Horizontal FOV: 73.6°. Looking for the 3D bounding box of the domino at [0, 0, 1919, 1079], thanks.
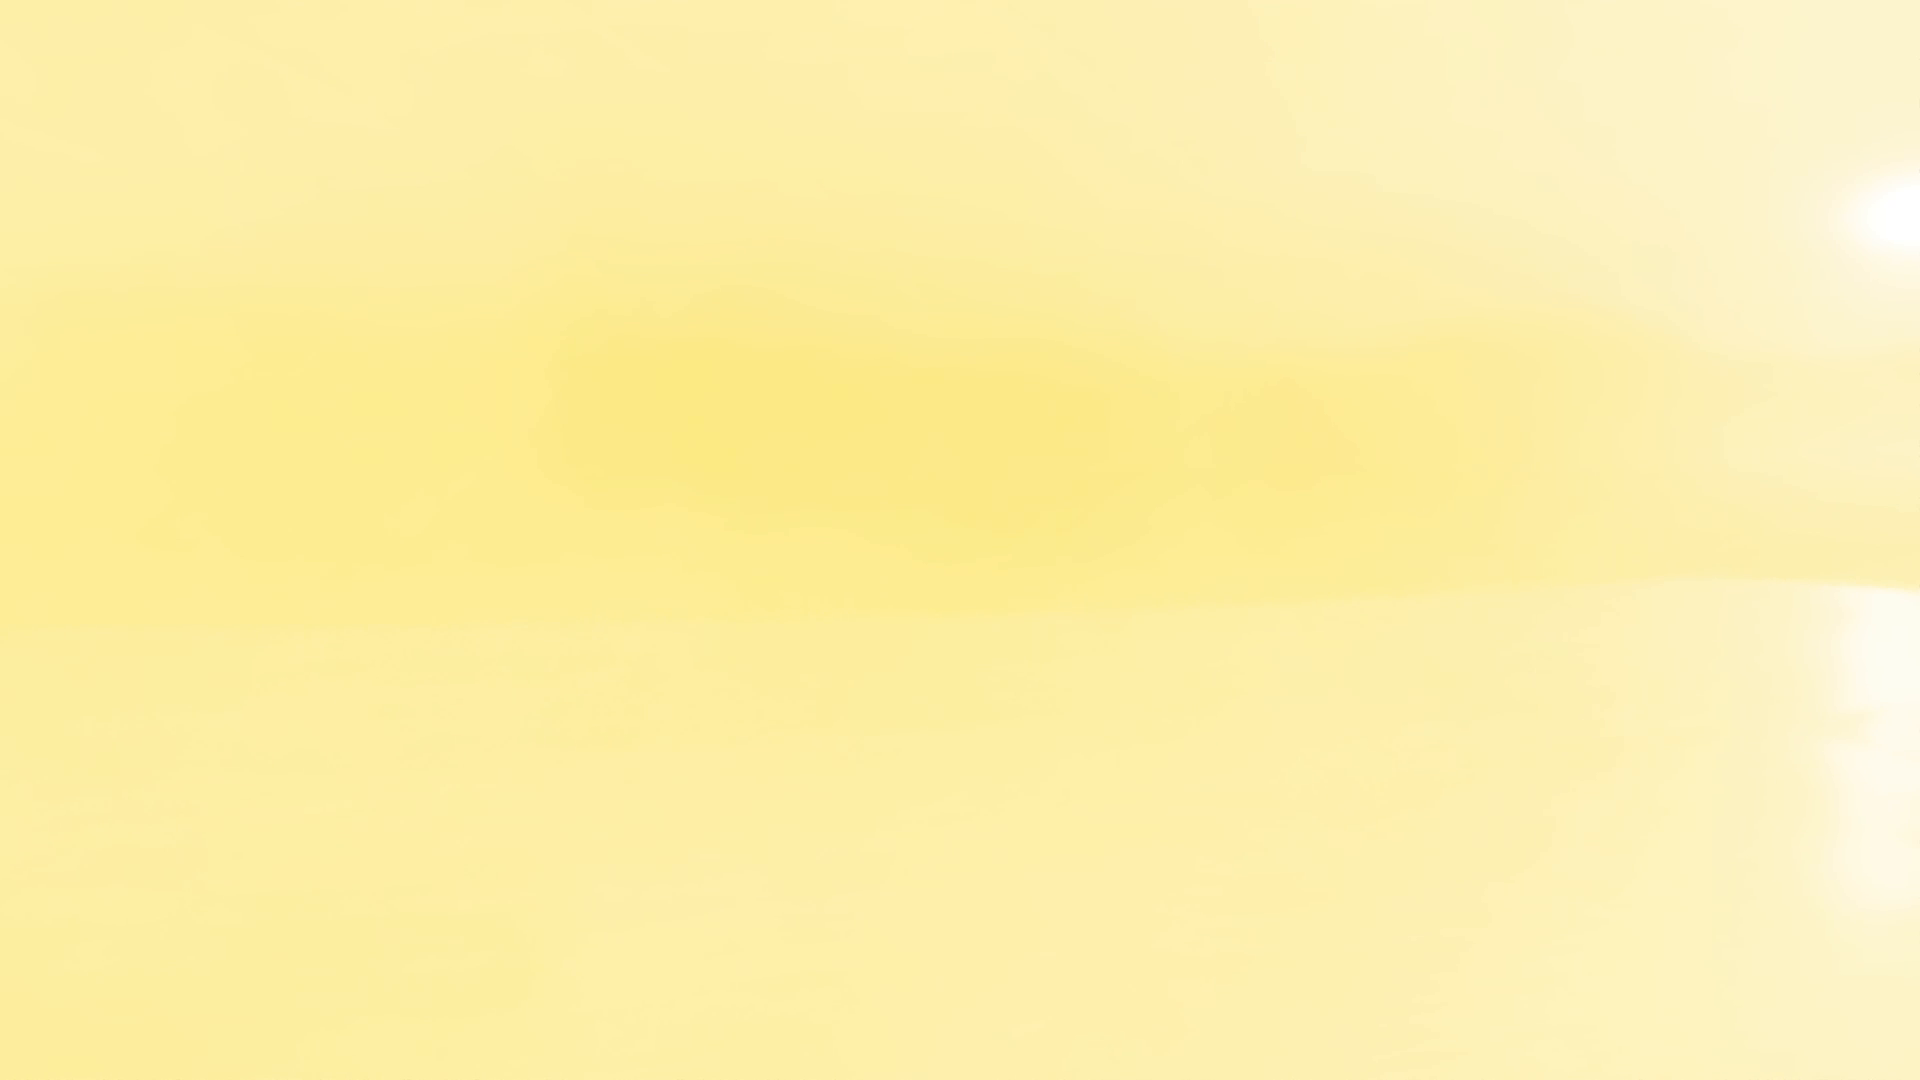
[{"bbox_3d":[0.004,0.016,0.015,0.009,0.050,0.025,0,4,6],"label":"domino"}]
